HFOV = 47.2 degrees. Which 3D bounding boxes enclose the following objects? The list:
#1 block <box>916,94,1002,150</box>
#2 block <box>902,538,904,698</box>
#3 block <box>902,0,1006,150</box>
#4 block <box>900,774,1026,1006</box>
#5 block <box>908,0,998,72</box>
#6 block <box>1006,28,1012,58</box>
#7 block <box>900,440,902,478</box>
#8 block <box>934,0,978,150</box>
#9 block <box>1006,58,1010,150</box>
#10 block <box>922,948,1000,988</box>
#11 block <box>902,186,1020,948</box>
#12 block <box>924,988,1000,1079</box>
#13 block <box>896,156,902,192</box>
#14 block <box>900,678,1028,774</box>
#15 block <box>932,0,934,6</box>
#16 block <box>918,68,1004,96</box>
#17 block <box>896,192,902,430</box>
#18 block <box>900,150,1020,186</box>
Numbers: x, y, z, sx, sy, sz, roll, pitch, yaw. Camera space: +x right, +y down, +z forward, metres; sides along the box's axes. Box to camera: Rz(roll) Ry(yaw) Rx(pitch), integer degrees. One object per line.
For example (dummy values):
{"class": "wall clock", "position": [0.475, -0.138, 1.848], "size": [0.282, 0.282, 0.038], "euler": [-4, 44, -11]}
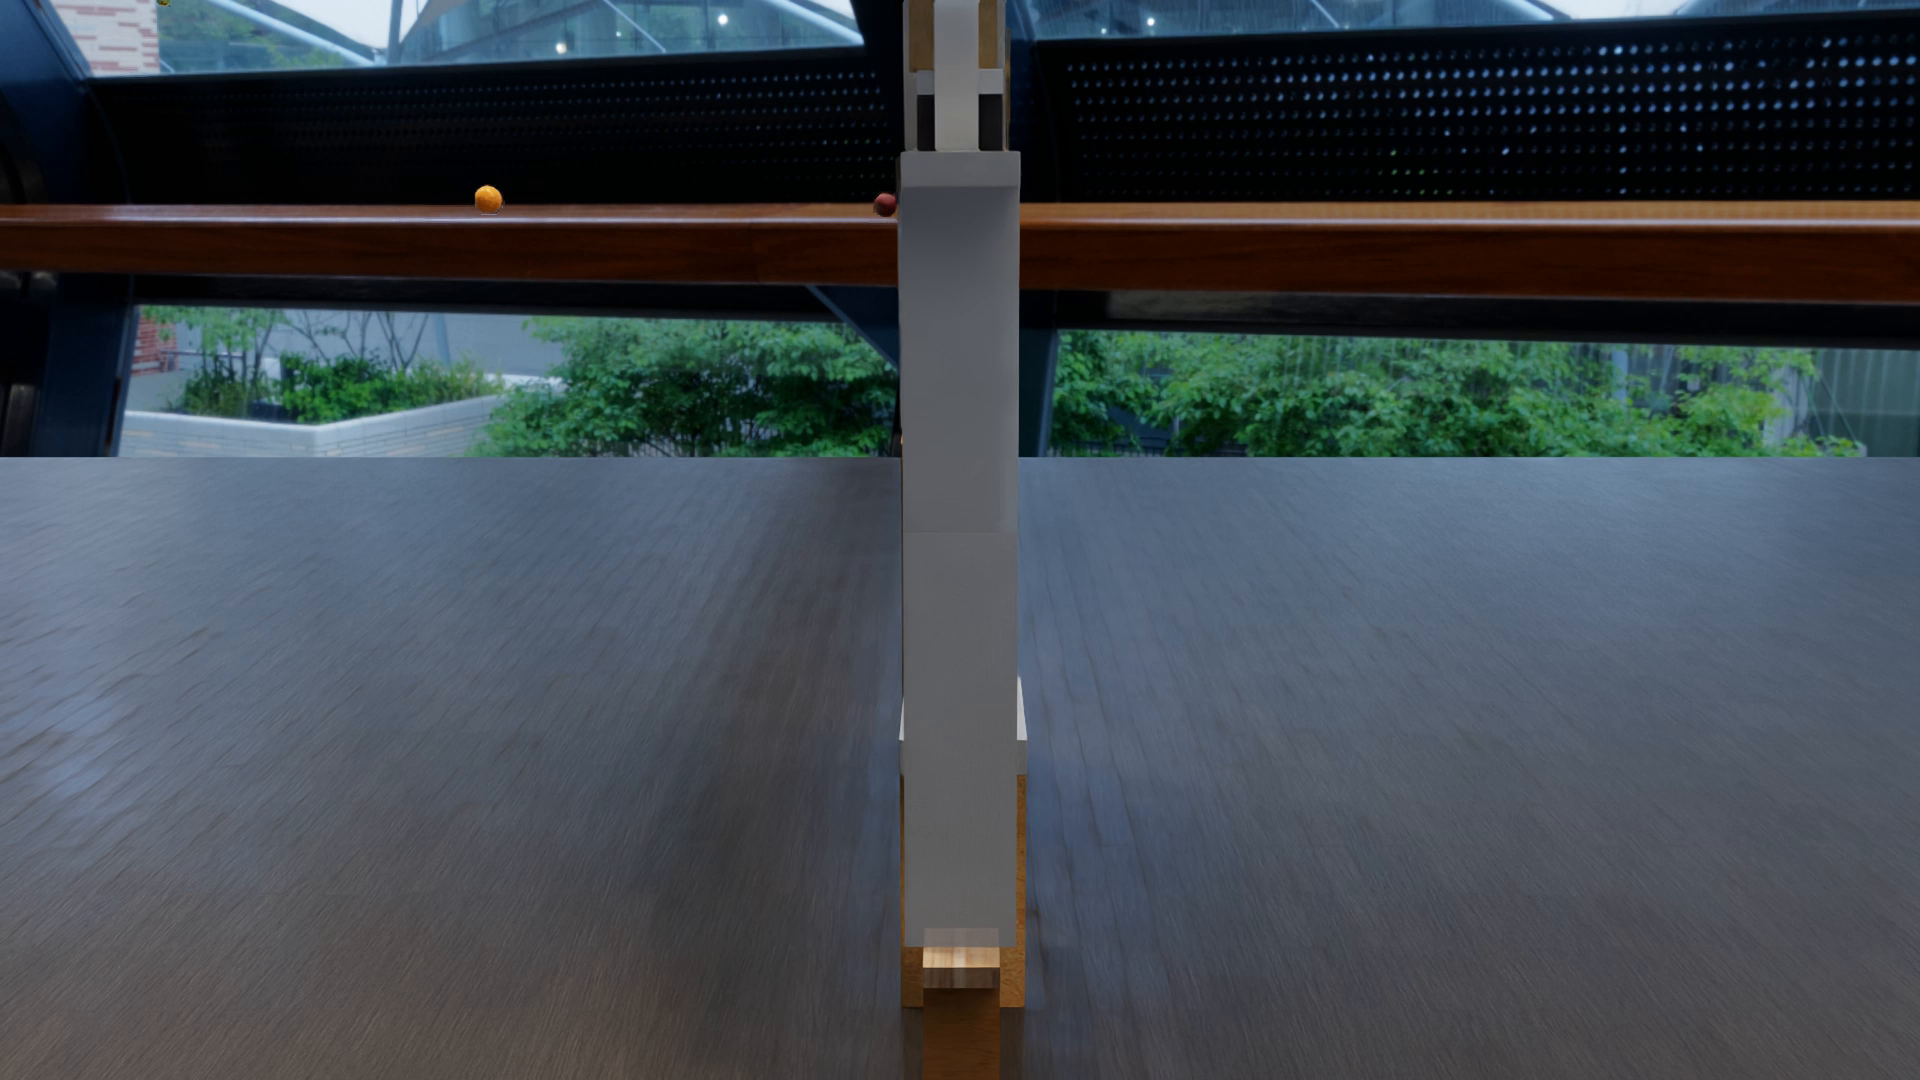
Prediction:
{"class": "block", "position": [0.001, -0.396, 2.959], "size": [0.113, 0.397, 0.032], "euler": [0, 10, 0]}
{"class": "block", "position": [-0.001, 0.065, 3.305], "size": [0.171, 0.343, 0.049], "euler": [0, 11, 0]}
{"class": "block", "position": [-0.007, -0.626, 3.161], "size": [0.146, 0.433, 0.041], "euler": [-1, 11, 0]}
{"class": "block", "position": [0.004, 0.497, 3.186], "size": [0.180, 0.360, 0.051], "euler": [0, 11, 0]}
{"class": "block", "position": [-0.011, -0.863, 2.958], "size": [0.120, 0.456, 0.034], "euler": [0, 11, 1]}
{"class": "block", "position": [0.003, -0.842, 3.748], "size": [0.160, 0.045, 0.320], "euler": [0, 11, 0]}
{"class": "block", "position": [-0.003, -0.148, 3.381], "size": [0.171, 0.049, 0.343], "euler": [0, 11, 0]}
{"class": "block", "position": [-0.005, -0.618, 2.863], "size": [0.057, 0.218, 0.016], "euler": [0, 10, 0]}
{"class": "block", "position": [0.002, -0.642, 3.677], "size": [0.160, 0.320, 0.045], "euler": [0, 11, 0]}
{"class": "block", "position": [0.002, 0.531, 2.851], "size": [0.097, 0.027, 0.193], "euler": [0, 11, 0]}
{"class": "block", "position": [0.001, 0.045, 2.754], "size": [0.143, 0.964, 0.040], "euler": [0, 11, 0]}
{"class": "block", "position": [0.002, 0.651, 2.808], "size": [0.097, 0.193, 0.027], "euler": [0, 11, 0]}
{"class": "block", "position": [-0.006, -0.576, 3.444], "size": [0.180, 0.051, 0.360], "euler": [-1, 11, 0]}
{"class": "block", "position": [0.004, 0.273, 3.266], "size": [0.180, 0.051, 0.360], "euler": [0, 11, 0]}
{"class": "block", "position": [-0.007, -0.683, 2.929], "size": [0.057, 0.114, 0.016], "euler": [-1, 10, -1]}
{"class": "block", "position": [0.001, -0.621, 2.993], "size": [0.113, 0.032, 0.226], "euler": [-1, 11, 0]}
{"class": "block", "position": [-0.004, -0.352, 3.363], "size": [0.180, 0.360, 0.051], "euler": [0, 11, -1]}
{"class": "block", "position": [0.000, -0.467, 2.756], "size": [0.143, 0.040, 0.285], "euler": [0, 10, 0]}
